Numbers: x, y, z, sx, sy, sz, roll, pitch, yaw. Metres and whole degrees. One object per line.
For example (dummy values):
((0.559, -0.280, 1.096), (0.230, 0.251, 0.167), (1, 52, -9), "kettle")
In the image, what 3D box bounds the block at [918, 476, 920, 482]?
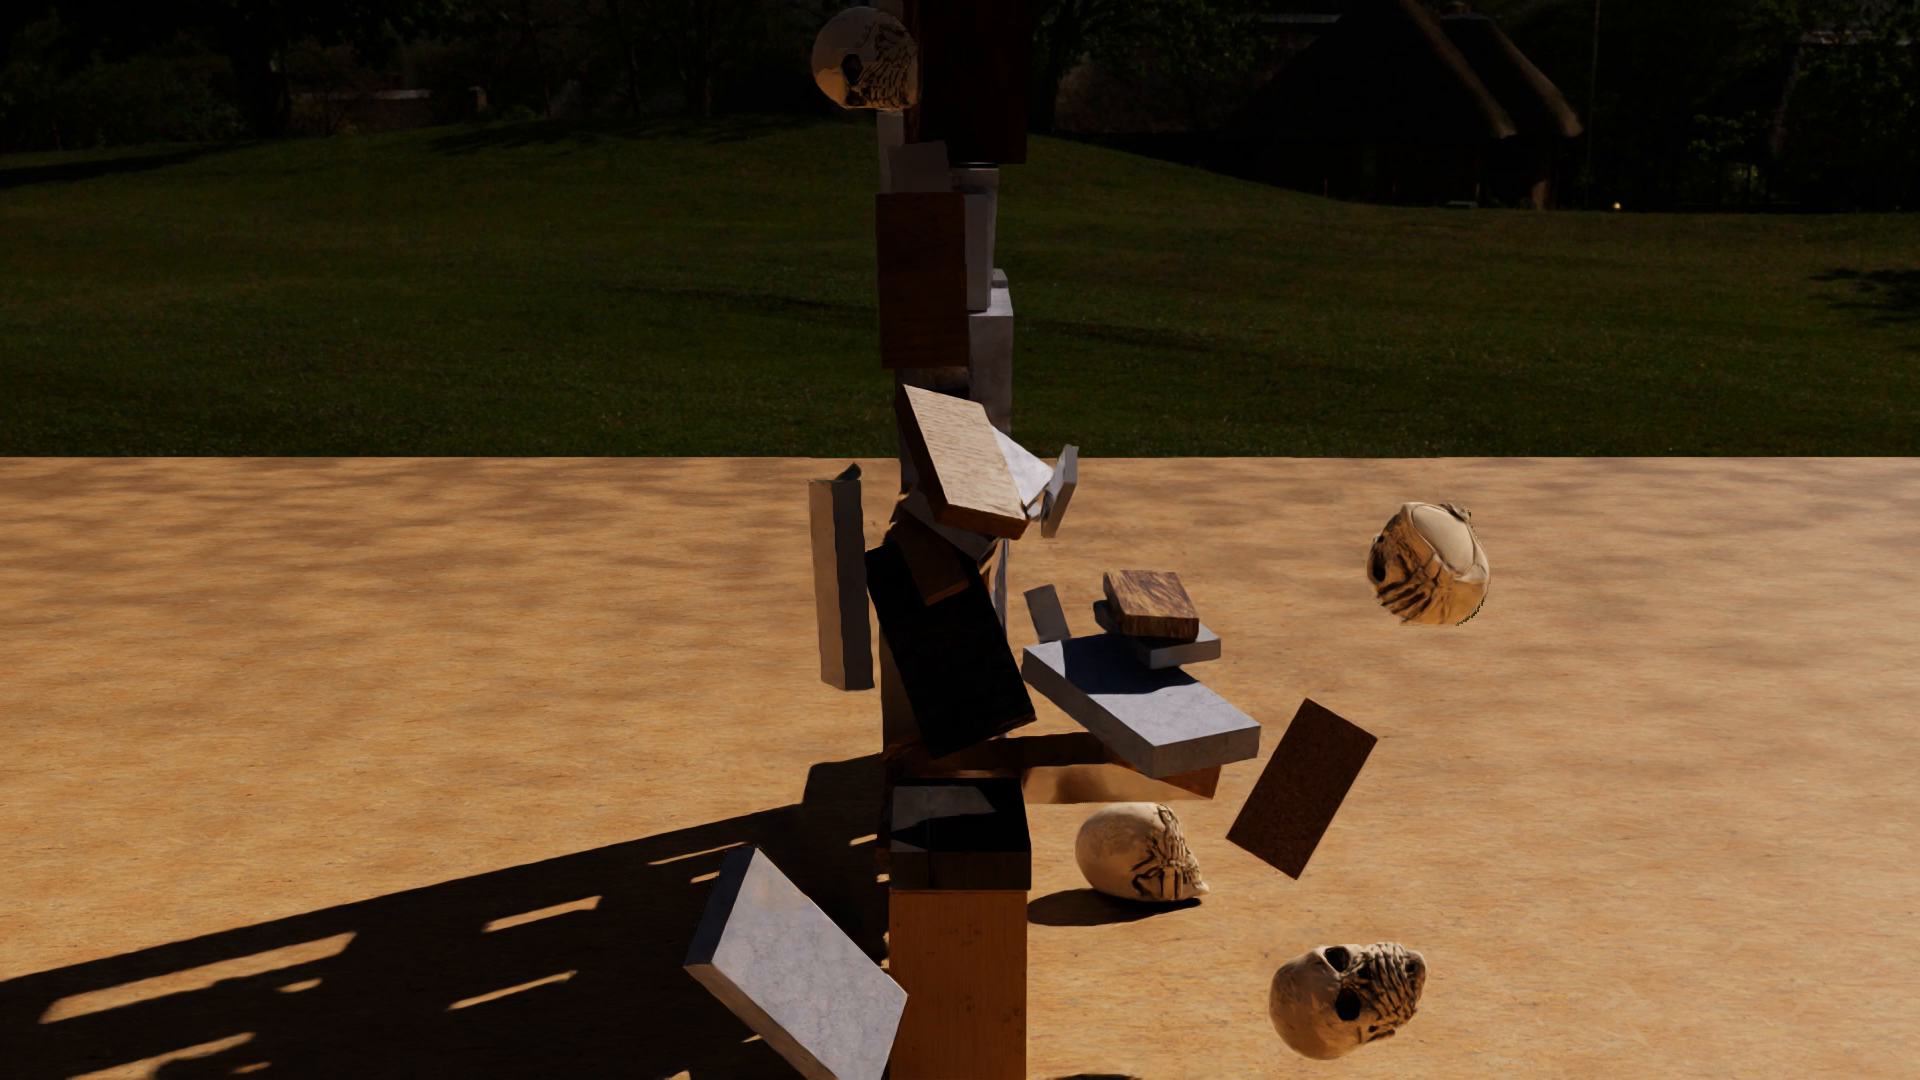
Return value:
((-0.030, -0.089, 3.277), (0.063, 0.125, 0.018), (0, 3, -3), "block")

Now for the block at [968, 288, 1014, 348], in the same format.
((-0.003, -0.368, 3.615), (0.173, 0.049, 0.346), (0, 14, 0), "block")

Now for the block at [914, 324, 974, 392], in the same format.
((-0.036, -0.383, 3.431), (0.091, 0.307, 0.026), (-5, -5, -1), "block")

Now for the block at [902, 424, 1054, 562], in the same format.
((0.032, -0.073, 3.148), (0.131, 0.037, 0.272), (36, 32, 6), "block")

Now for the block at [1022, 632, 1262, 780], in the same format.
((0.220, 0.200, 2.737), (0.153, 0.043, 0.307), (-8, 24, -28), "block")

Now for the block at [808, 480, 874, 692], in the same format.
((-0.168, 0.061, 3.106), (0.041, 0.290, 0.145), (-5, 3, -16), "block")

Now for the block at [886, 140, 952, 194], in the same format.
((-0.056, -0.521, 3.402), (0.091, 0.182, 0.026), (-9, 1, -8), "block")

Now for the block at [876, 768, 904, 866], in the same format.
((-0.043, 0.386, 3.368), (0.142, 0.040, 0.283), (2, 38, 4), "block")

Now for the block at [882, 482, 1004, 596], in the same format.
((-0.023, 0.001, 3.286), (0.167, 0.047, 0.334), (3, 23, 5), "block")

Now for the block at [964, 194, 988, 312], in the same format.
((-0.002, -0.454, 3.477), (0.091, 0.182, 0.026), (0, 0, 0), "block")

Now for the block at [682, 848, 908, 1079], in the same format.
((-0.173, 0.478, 2.382), (0.041, 0.290, 0.145), (-15, 40, 35), "block")

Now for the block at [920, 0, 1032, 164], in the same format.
((0.025, -0.785, 3.529), (0.170, 0.354, 0.048), (1, 9, -5), "block")

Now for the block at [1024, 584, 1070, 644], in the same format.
((0.138, 0.121, 3.463), (0.049, 0.097, 0.014), (-17, -16, -4), "block")

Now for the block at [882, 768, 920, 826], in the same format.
((-0.078, 0.387, 3.284), (0.045, 0.013, 0.091), (13, 58, 20), "block")

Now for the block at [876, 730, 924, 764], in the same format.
((-0.087, 0.305, 3.243), (0.045, 0.013, 0.091), (-20, -14, -28), "block")

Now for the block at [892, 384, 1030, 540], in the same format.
((0.000, -0.111, 3.101), (0.131, 0.037, 0.263), (12, 36, -28), "block")

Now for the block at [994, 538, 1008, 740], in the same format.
((-0.010, 0.193, 3.472), (0.167, 0.445, 0.047), (2, 20, 5), "block")

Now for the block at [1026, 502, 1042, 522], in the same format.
((0.084, -0.059, 3.361), (0.097, 0.014, 0.049), (35, 27, 27), "block")

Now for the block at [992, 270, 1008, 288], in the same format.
((-0.003, -0.453, 3.949), (0.167, 0.047, 0.334), (0, 10, -1), "block")

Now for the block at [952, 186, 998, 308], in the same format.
((0.007, -0.471, 3.520), (0.095, 0.190, 0.027), (3, 12, -1), "block")

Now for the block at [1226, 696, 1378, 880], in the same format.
((0.399, 0.289, 2.564), (0.095, 0.190, 0.027), (30, 4, 12), "block")

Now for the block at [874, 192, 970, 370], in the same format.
((-0.058, -0.394, 3.338), (0.131, 0.263, 0.037), (-3, 7, -8), "block")

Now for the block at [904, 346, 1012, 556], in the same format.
((-0.005, -0.149, 3.551), (0.173, 0.346, 0.049), (1, 13, 1), "block")

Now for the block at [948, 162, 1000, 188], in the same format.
((0.013, -0.595, 3.561), (0.095, 0.027, 0.190), (1, 14, -1), "block")

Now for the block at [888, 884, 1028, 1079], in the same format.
((-0.002, 0.587, 2.752), (0.170, 0.340, 0.048), (0, 11, 0), "block")

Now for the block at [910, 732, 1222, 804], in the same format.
((0.128, 0.314, 2.992), (0.153, 0.043, 0.584), (22, -16, -22), "block")

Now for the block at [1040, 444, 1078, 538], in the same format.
((0.141, -0.068, 3.124), (0.019, 0.134, 0.067), (10, 54, -8), "block")

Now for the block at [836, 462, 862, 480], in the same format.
((-0.181, -0.090, 3.394), (0.063, 0.018, 0.125), (-42, 5, 1), "block")

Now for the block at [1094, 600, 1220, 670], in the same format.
((0.252, 0.116, 2.838), (0.095, 0.027, 0.190), (-8, 19, -17), "block")

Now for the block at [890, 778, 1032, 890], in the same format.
((-0.001, 0.372, 2.817), (0.170, 0.048, 0.340), (0, 9, -1), "block")

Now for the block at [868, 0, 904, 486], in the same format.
((-0.044, -0.282, 4.180), (0.156, 1.522, 0.044), (-4, 10, 0), "block")

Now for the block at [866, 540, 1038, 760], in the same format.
((-0.020, 0.135, 3.060), (0.153, 0.307, 0.043), (-21, -22, -1), "block")

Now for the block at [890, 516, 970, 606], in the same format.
((-0.042, 0.022, 3.053), (0.067, 0.019, 0.140), (-25, 53, -1), "block")

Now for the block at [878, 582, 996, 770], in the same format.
((-0.032, 0.206, 3.294), (0.167, 0.334, 0.047), (4, 36, 7), "block")

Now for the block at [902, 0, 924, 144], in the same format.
((-0.013, -0.831, 3.756), (0.170, 0.340, 0.048), (-1, 10, -2), "block")

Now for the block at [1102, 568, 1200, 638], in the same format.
((0.245, 0.081, 2.837), (0.095, 0.027, 0.190), (3, 17, -5), "block")

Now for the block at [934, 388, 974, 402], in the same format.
((-0.014, -0.219, 3.429), (0.065, 0.018, 0.131), (-7, -3, 4), "block")
